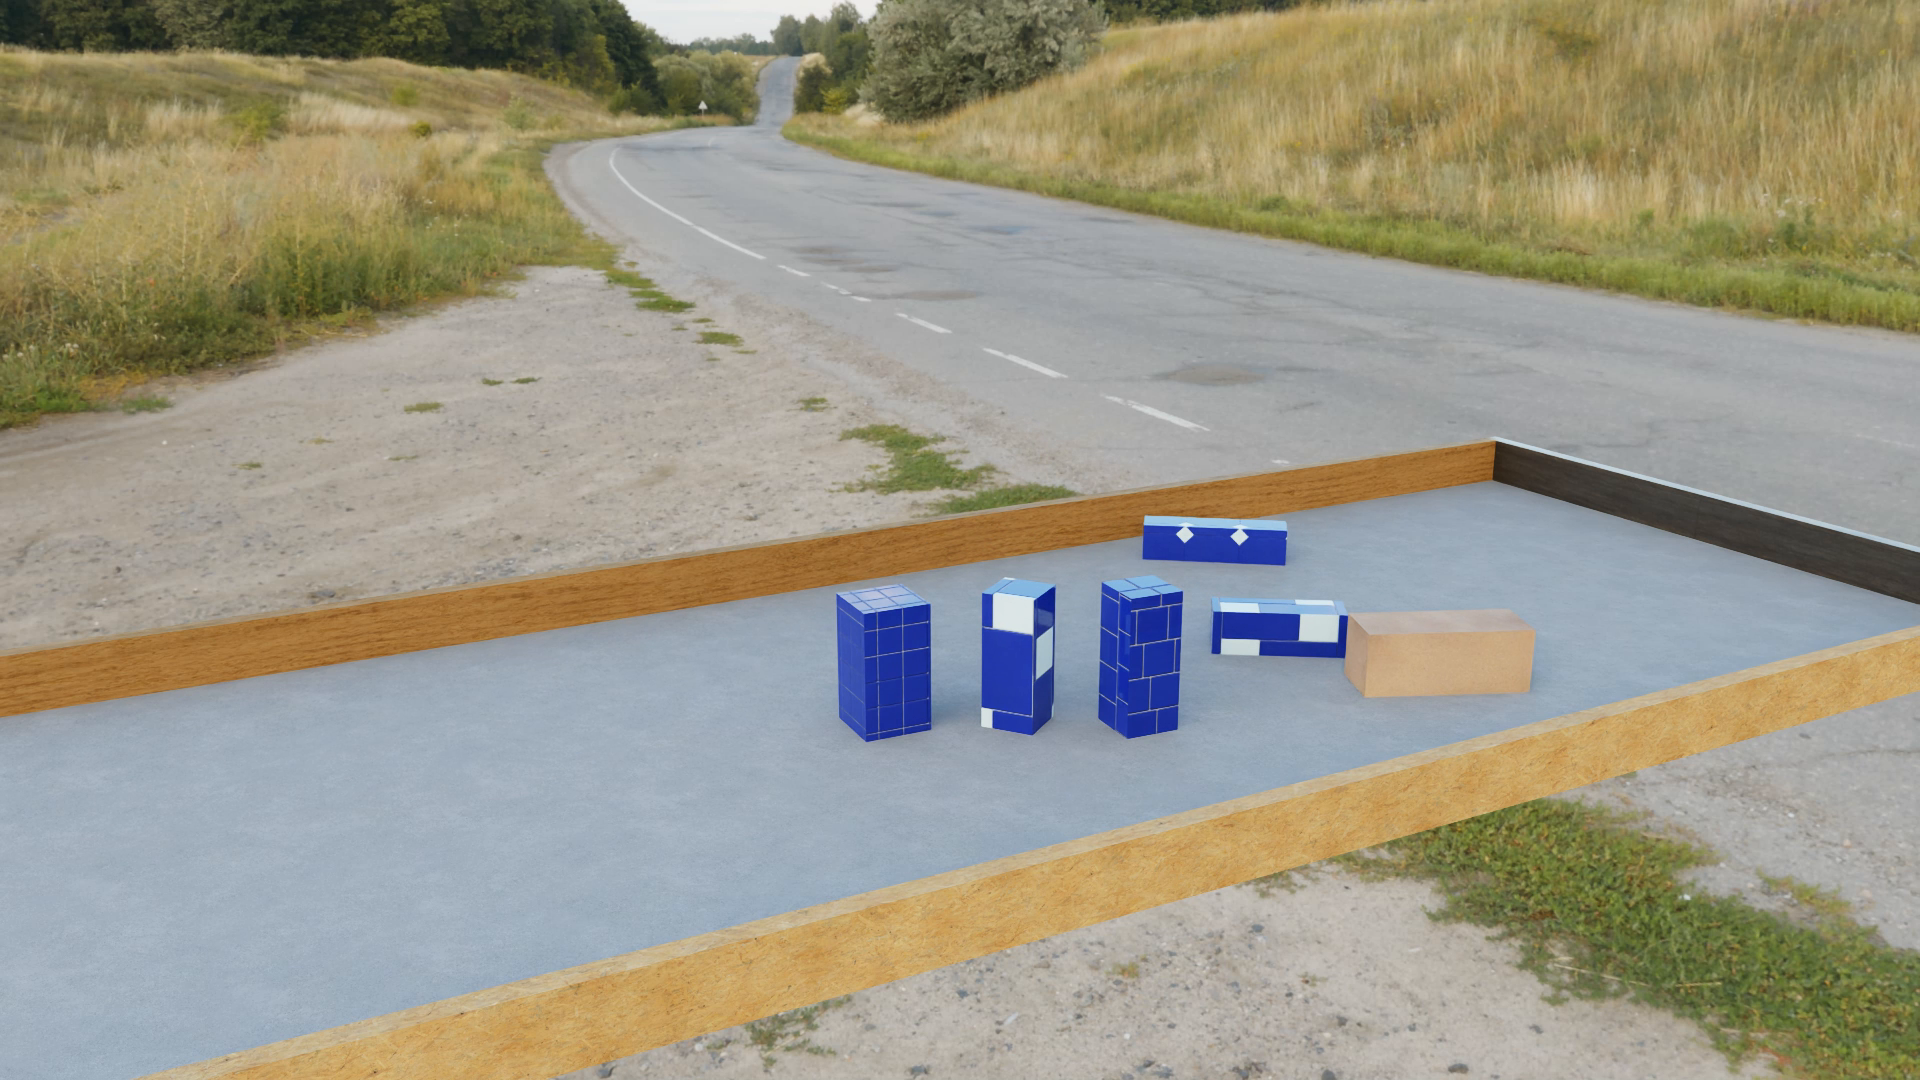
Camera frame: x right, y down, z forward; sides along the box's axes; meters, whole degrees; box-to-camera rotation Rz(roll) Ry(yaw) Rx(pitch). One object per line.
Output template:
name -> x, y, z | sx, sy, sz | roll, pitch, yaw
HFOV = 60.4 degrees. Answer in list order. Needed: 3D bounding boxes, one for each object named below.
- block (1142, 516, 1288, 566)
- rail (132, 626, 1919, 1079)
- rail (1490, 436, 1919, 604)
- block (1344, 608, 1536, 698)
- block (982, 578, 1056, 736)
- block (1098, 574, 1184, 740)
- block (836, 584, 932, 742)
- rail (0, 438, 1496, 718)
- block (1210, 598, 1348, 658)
block -> 0.795, 0.000, 5.156 | 0.438, 0.111, 0.111 | 2, 17, 8
rail -> -2.336, 1.006, 1.665 | 12.000, 0.150, 0.050 | -9, 18, -27
rail -> 2.466, -0.048, 5.253 | 0.050, 0.150, 2.100 | -9, 18, -27
block -> 1.192, 0.280, 4.112 | 0.416, 0.163, 0.163 | -1, 16, -5
block -> 0.136, 0.270, 3.852 | 0.129, 0.329, 0.129 | 8, 18, 24
block -> 0.418, 0.270, 3.833 | 0.136, 0.340, 0.136 | -7, 18, -23
block -> -0.177, 0.283, 3.841 | 0.165, 0.310, 0.165 | -8, 18, -25
rail -> -3.305, 0.497, 3.399 | 12.000, 0.150, 0.050 | -9, 18, -27
block -> 0.839, 0.231, 4.360 | 0.345, 0.118, 0.118 | 2, 16, 5
